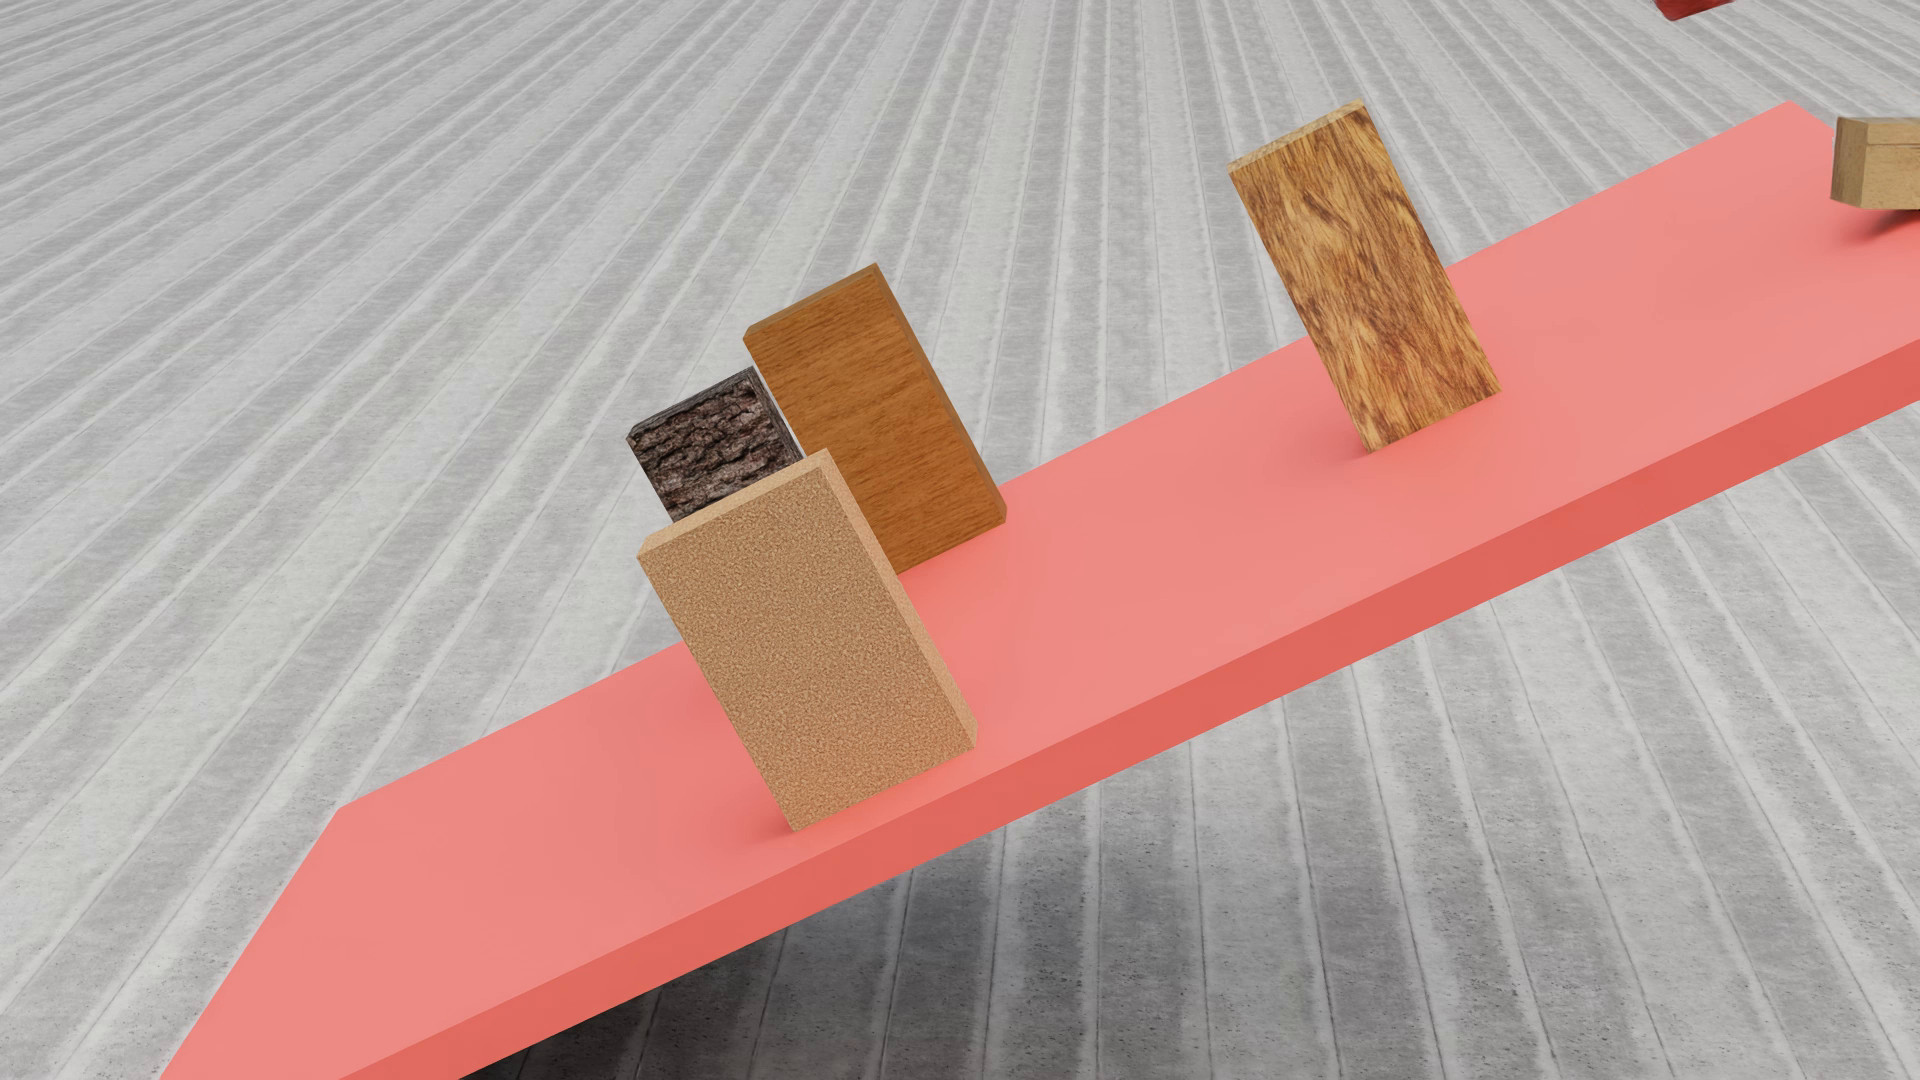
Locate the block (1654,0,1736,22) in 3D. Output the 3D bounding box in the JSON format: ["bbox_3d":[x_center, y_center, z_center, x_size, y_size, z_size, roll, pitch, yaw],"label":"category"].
[{"bbox_3d":[1.380,-1.117,5.513,0.191,0.191,0.191,-16,-16,23],"label":"block"}]

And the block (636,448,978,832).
[{"bbox_3d":[-0.281,0.191,5.517,0.386,0.612,0.129,-26,14,10],"label":"block"}]

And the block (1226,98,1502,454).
[{"bbox_3d":[0.812,-0.527,5.905,0.296,0.643,0.110,-26,14,10],"label":"block"}]

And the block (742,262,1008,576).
[{"bbox_3d":[-0.195,-0.271,6.898,0.340,0.666,0.128,-26,14,10],"label":"block"}]

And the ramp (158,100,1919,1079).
[{"bbox_3d":[0.140,0.167,6.281,4.000,0.100,2.000,-26,14,10],"label":"ramp"}]

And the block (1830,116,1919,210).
[{"bbox_3d":[1.776,-0.721,5.620,0.159,0.159,0.159,0,13,-5],"label":"block"}]

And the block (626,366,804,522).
[{"bbox_3d":[-0.444,-0.026,6.539,0.304,0.649,0.116,-26,14,10],"label":"block"}]
